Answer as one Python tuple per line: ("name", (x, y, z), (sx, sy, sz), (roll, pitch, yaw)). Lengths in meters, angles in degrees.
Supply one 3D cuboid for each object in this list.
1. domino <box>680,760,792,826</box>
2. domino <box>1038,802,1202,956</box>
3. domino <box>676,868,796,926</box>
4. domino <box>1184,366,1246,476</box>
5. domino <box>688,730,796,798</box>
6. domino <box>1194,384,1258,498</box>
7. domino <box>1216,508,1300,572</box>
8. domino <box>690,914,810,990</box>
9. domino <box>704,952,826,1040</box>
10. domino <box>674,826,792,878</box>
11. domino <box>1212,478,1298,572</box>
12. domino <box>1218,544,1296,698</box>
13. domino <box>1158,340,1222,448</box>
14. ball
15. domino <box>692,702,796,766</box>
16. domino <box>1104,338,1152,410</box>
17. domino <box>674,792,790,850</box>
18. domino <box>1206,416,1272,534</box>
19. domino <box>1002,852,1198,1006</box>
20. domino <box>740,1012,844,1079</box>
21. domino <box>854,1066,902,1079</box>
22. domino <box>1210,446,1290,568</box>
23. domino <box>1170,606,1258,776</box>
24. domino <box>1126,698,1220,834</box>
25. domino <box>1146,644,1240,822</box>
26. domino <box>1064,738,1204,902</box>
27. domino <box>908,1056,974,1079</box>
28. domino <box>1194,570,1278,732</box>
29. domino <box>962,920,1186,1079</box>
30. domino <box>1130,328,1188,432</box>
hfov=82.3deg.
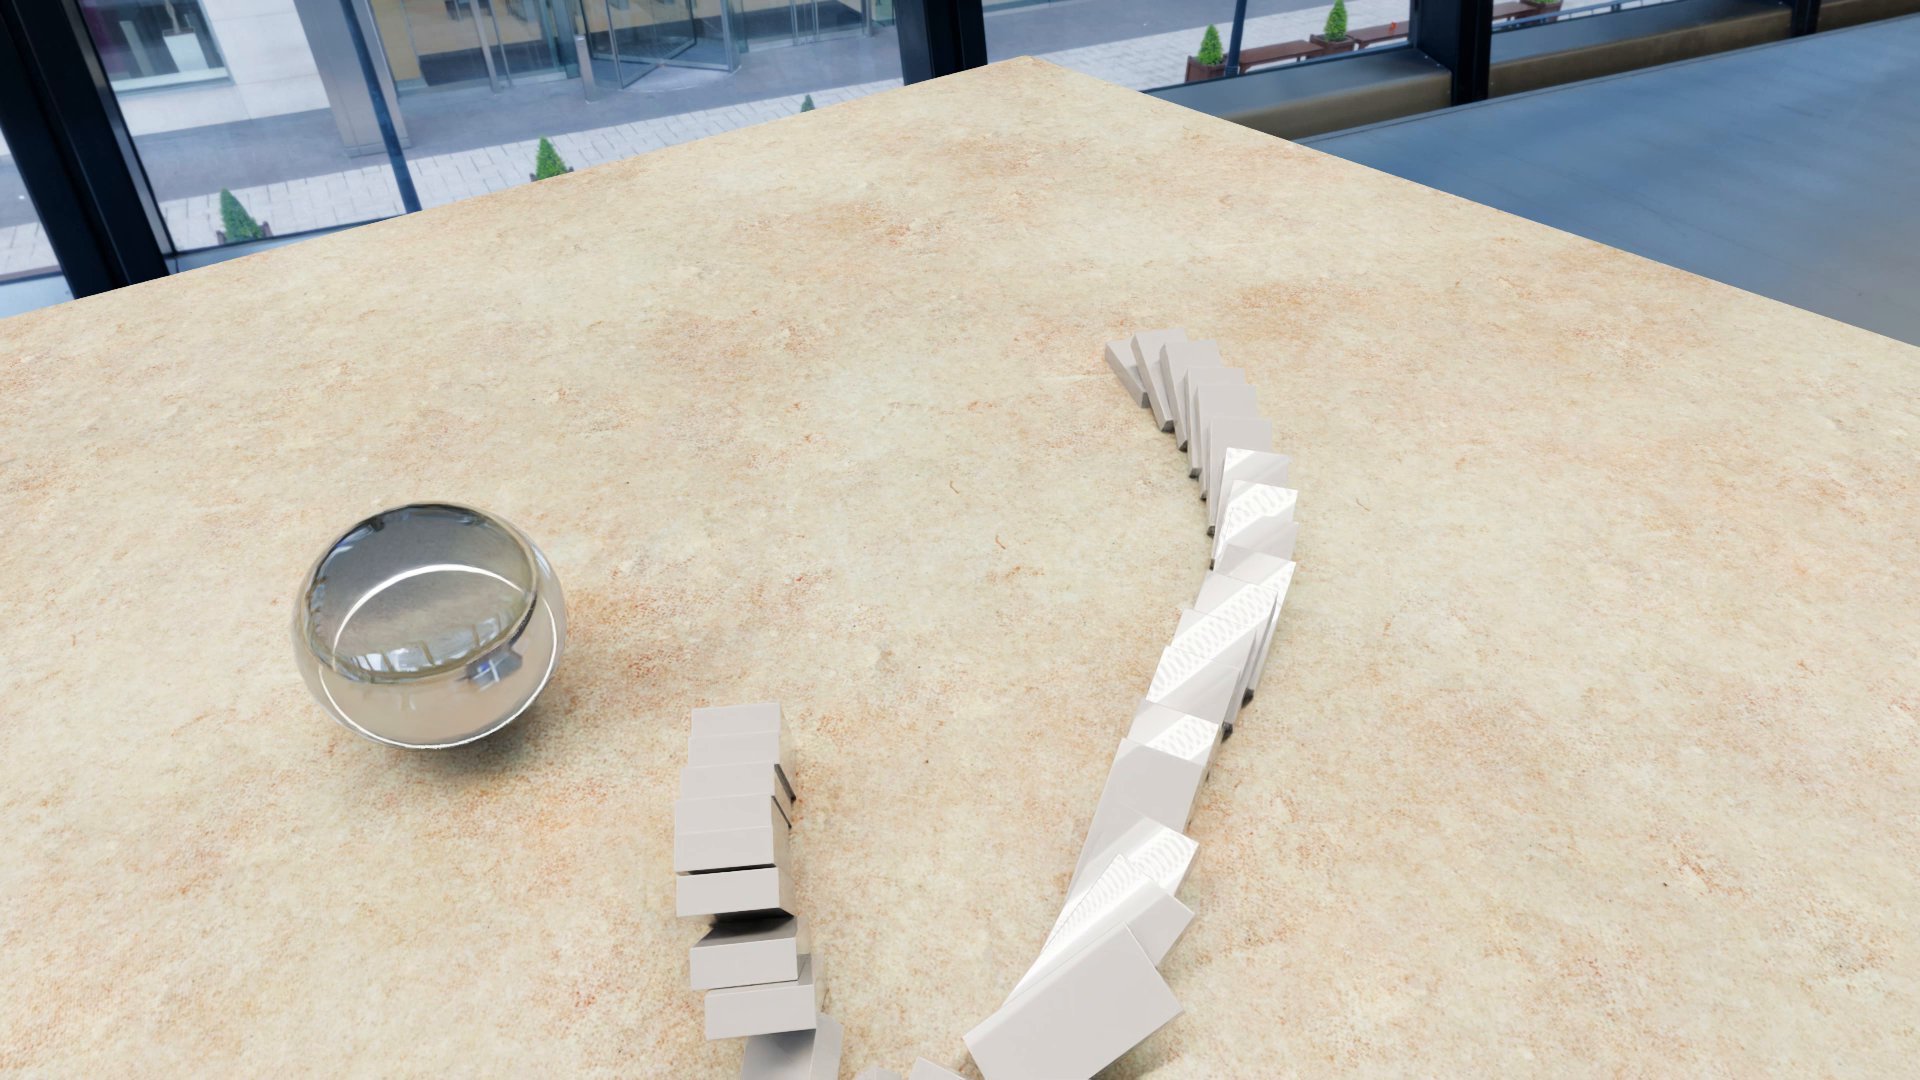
("domino", (-0.064, 0.075, 0.320), (0.025, 0.050, 0.010), (-4, 67, -5))
("domino", (0.044, 0.101, 0.303), (0.025, 0.010, 0.050), (23, 73, 26))
("domino", (-0.059, 0.096, 0.295), (0.025, 0.050, 0.009), (-4, 69, -5))
("domino", (0.114, -0.053, 0.489), (0.025, 0.010, 0.050), (2, 69, 1))
("domino", (-0.064, 0.069, 0.329), (0.025, 0.050, 0.009), (-4, 67, -4))
("domino", (0.116, -0.043, 0.475), (0.025, 0.010, 0.050), (1, 69, 1))
("domino", (0.107, 0.015, 0.408), (0.025, 0.009, 0.050), (14, 69, 15))
("domino", (-0.053, 0.106, 0.286), (0.025, 0.050, 0.009), (-4, 78, -5))
("domino", (-0.048, 0.114, 0.277), (0.025, 0.050, 0.009), (-4, 78, -5))
("domino", (-0.062, 0.089, 0.304), (0.025, 0.050, 0.009), (-4, 67, -5))
("domino", (0.113, 0.002, 0.423), (0.025, 0.010, 0.050), (12, 68, 14))
("domino", (0.100, 0.028, 0.391), (0.025, 0.009, 0.050), (17, 70, 20))
("domino", (0.109, -0.067, 0.506), (0.025, 0.009, 0.050), (-4, 70, -9))
("ball", (-0.169, 0.027, 0.355), (0.080, 0.080, 0.080), (0, 39, 0))
("domino", (-0.065, 0.062, 0.337), (0.025, 0.050, 0.009), (-4, 67, -5))
("domino", (0.092, -0.084, 0.546), (0.025, 0.010, 0.050), (-9, 40, -11))
("domino", (-0.064, 0.082, 0.312), (0.025, 0.050, 0.009), (-4, 67, -5))
("domino", (0.116, -0.026, 0.458), (0.025, 0.010, 0.050), (4, 68, 5))
("domino", (0.037, 0.111, 0.289), (0.025, 0.010, 0.050), (35, 79, 28))
("domino", (-0.043, 0.141, 0.261), (0.025, 0.009, 0.050), (-30, 32, 24))
("domino", (-0.022, 0.150, 0.249), (0.025, 0.009, 0.050), (-39, 38, 17))
("domino", (0.116, -0.011, 0.440), (0.025, 0.009, 0.050), (9, 68, 11))
("domino", (0.078, 0.050, 0.365), (0.025, 0.009, 0.050), (17, 71, 20))
("domino", (0.059, 0.076, 0.334), (0.025, 0.010, 0.050), (17, 68, 20))
("domino", (0.070, 0.061, 0.351), (0.025, 0.010, 0.050), (17, 71, 20))
("domino", (0.051, 0.086, 0.320), (0.025, 0.009, 0.050), (16, 70, 20))
("domino", (0.008, 0.145, 0.258), (0.050, 0.010, 0.025), (17, 71, 20))
("domino", (0.090, 0.038, 0.379), (0.025, 0.010, 0.050), (17, 71, 20))
("domino", (0.028, 0.121, 0.275), (0.050, 0.009, 0.025), (-35, 60, -1))
("domino", (0.101, -0.077, 0.521), (0.025, 0.010, 0.050), (-9, 65, -11))
